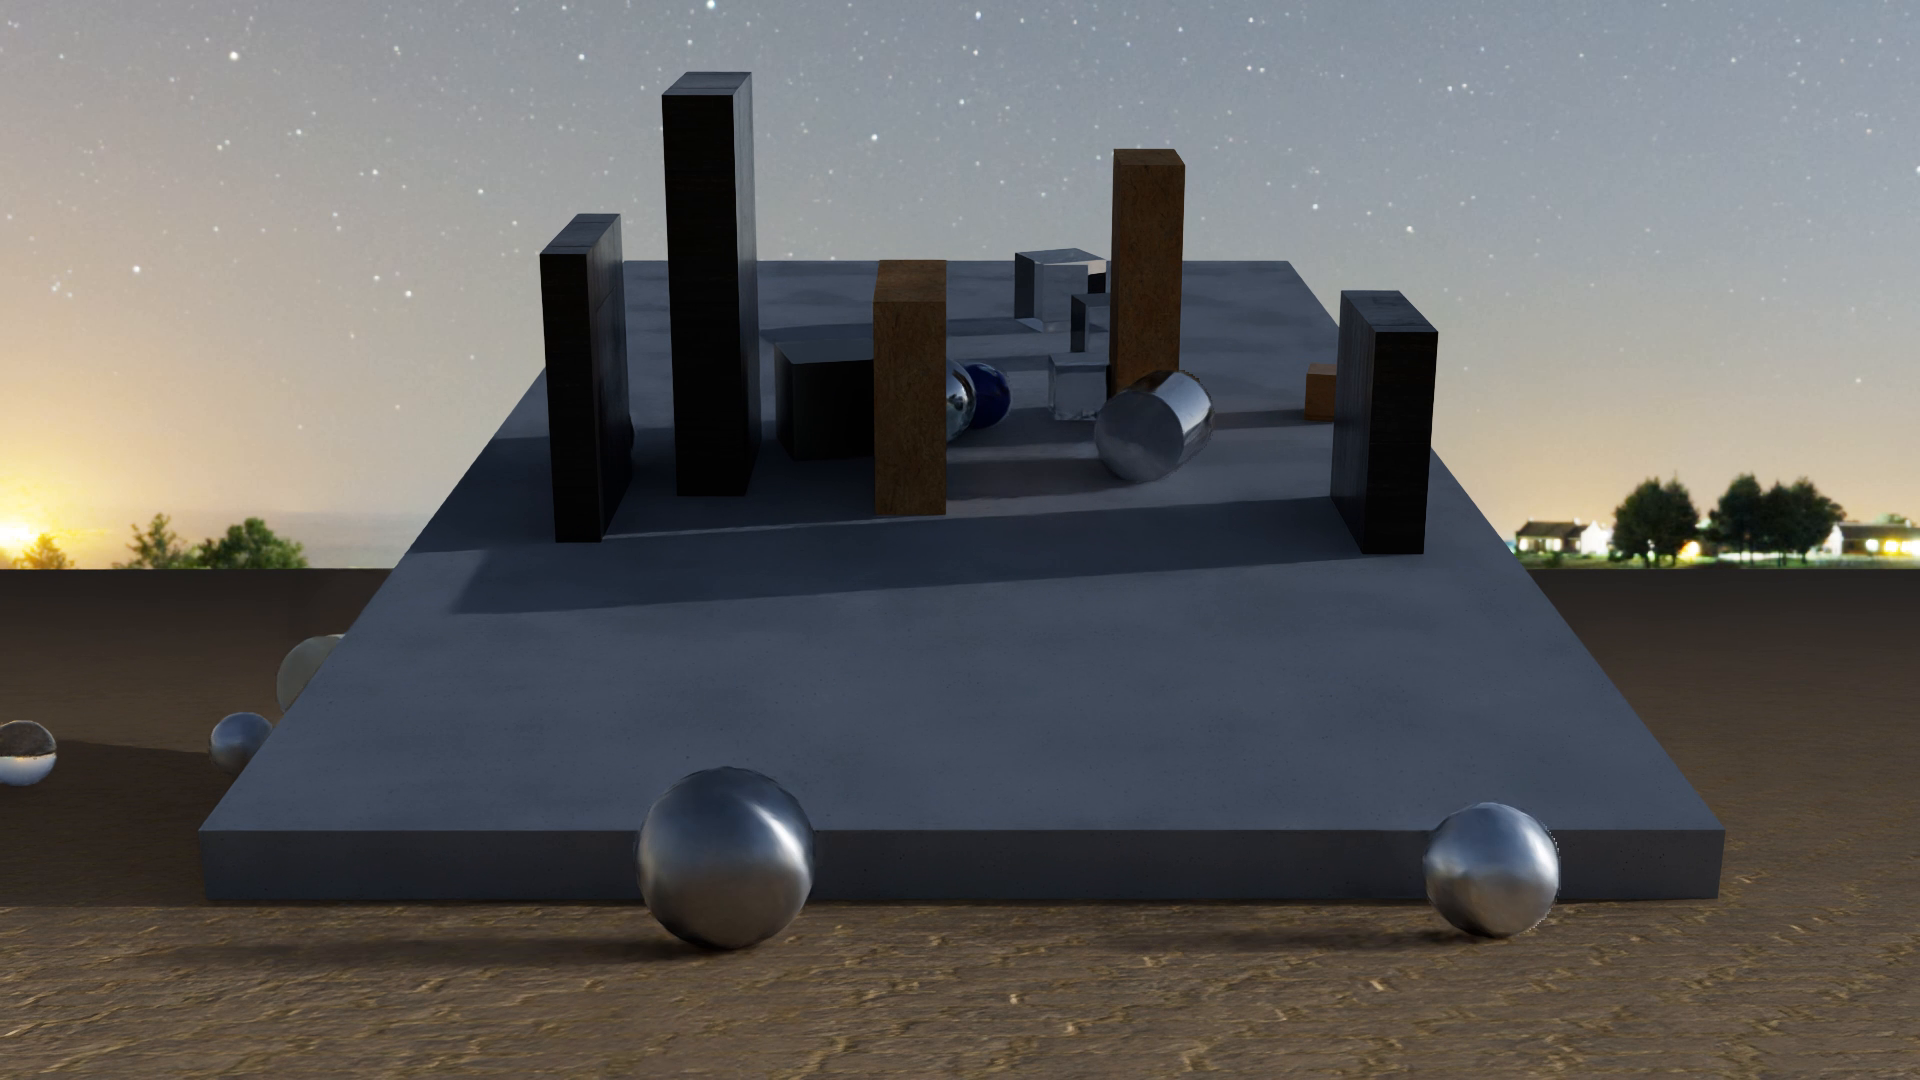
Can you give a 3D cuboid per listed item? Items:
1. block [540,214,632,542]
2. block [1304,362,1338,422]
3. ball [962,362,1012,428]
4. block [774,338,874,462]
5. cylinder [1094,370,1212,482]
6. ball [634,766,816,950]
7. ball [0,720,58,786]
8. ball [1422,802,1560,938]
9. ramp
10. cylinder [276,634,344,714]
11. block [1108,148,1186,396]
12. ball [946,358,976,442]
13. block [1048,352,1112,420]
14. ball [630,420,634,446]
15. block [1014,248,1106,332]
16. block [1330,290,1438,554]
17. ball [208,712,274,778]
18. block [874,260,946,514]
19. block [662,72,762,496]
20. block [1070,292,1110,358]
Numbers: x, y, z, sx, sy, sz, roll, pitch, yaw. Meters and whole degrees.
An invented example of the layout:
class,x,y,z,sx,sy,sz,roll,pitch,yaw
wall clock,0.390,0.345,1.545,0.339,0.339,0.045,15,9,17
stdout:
class,x,y,z,sx,sy,sz,roll,pitch,yaw
block,-0.700,-0.314,4.213,0.083,0.533,0.427,0,18,0
block,0.824,-0.327,4.958,0.105,0.105,0.105,4,18,12
ball,0.040,-0.313,4.850,0.143,0.143,0.143,0,-1,0
block,-0.268,-0.298,4.699,0.206,0.206,0.206,-5,18,-14
cylinder,0.392,-0.231,4.521,0.189,0.189,0.189,0,16,25
ball,-0.270,0.366,2.572,0.209,0.209,0.209,0,-1,0
ball,-1.865,0.424,4.438,0.132,0.132,0.132,0,-1,0
ball,0.630,0.392,2.655,0.159,0.159,0.159,0,-1,0
ramp,-0.003,-0.184,4.844,2.000,0.100,4.000,0,18,0
cylinder,-1.236,0.290,4.487,0.202,0.202,0.202,0,-1,6
block,0.400,-0.537,4.832,0.132,0.581,0.244,0,18,0
ball,-0.060,-0.296,4.718,0.191,0.191,0.191,0,-1,0
block,0.266,-0.343,4.975,0.124,0.124,0.124,-1,18,-5
ball,-0.732,-0.214,4.542,0.140,0.140,0.140,0,-1,0
block,0.262,-0.657,5.863,0.179,0.179,0.179,-7,19,-22
block,0.781,-0.225,4.143,0.110,0.409,0.366,0,18,0
ball,-1.483,0.424,4.622,0.137,0.137,0.137,0,-1,0
block,-0.095,-0.308,4.393,0.135,0.413,0.419,0,18,0
block,-0.488,-0.517,4.450,0.132,0.775,0.410,0,18,0
block,0.365,-0.516,5.471,0.150,0.150,0.150,-4,18,-13
